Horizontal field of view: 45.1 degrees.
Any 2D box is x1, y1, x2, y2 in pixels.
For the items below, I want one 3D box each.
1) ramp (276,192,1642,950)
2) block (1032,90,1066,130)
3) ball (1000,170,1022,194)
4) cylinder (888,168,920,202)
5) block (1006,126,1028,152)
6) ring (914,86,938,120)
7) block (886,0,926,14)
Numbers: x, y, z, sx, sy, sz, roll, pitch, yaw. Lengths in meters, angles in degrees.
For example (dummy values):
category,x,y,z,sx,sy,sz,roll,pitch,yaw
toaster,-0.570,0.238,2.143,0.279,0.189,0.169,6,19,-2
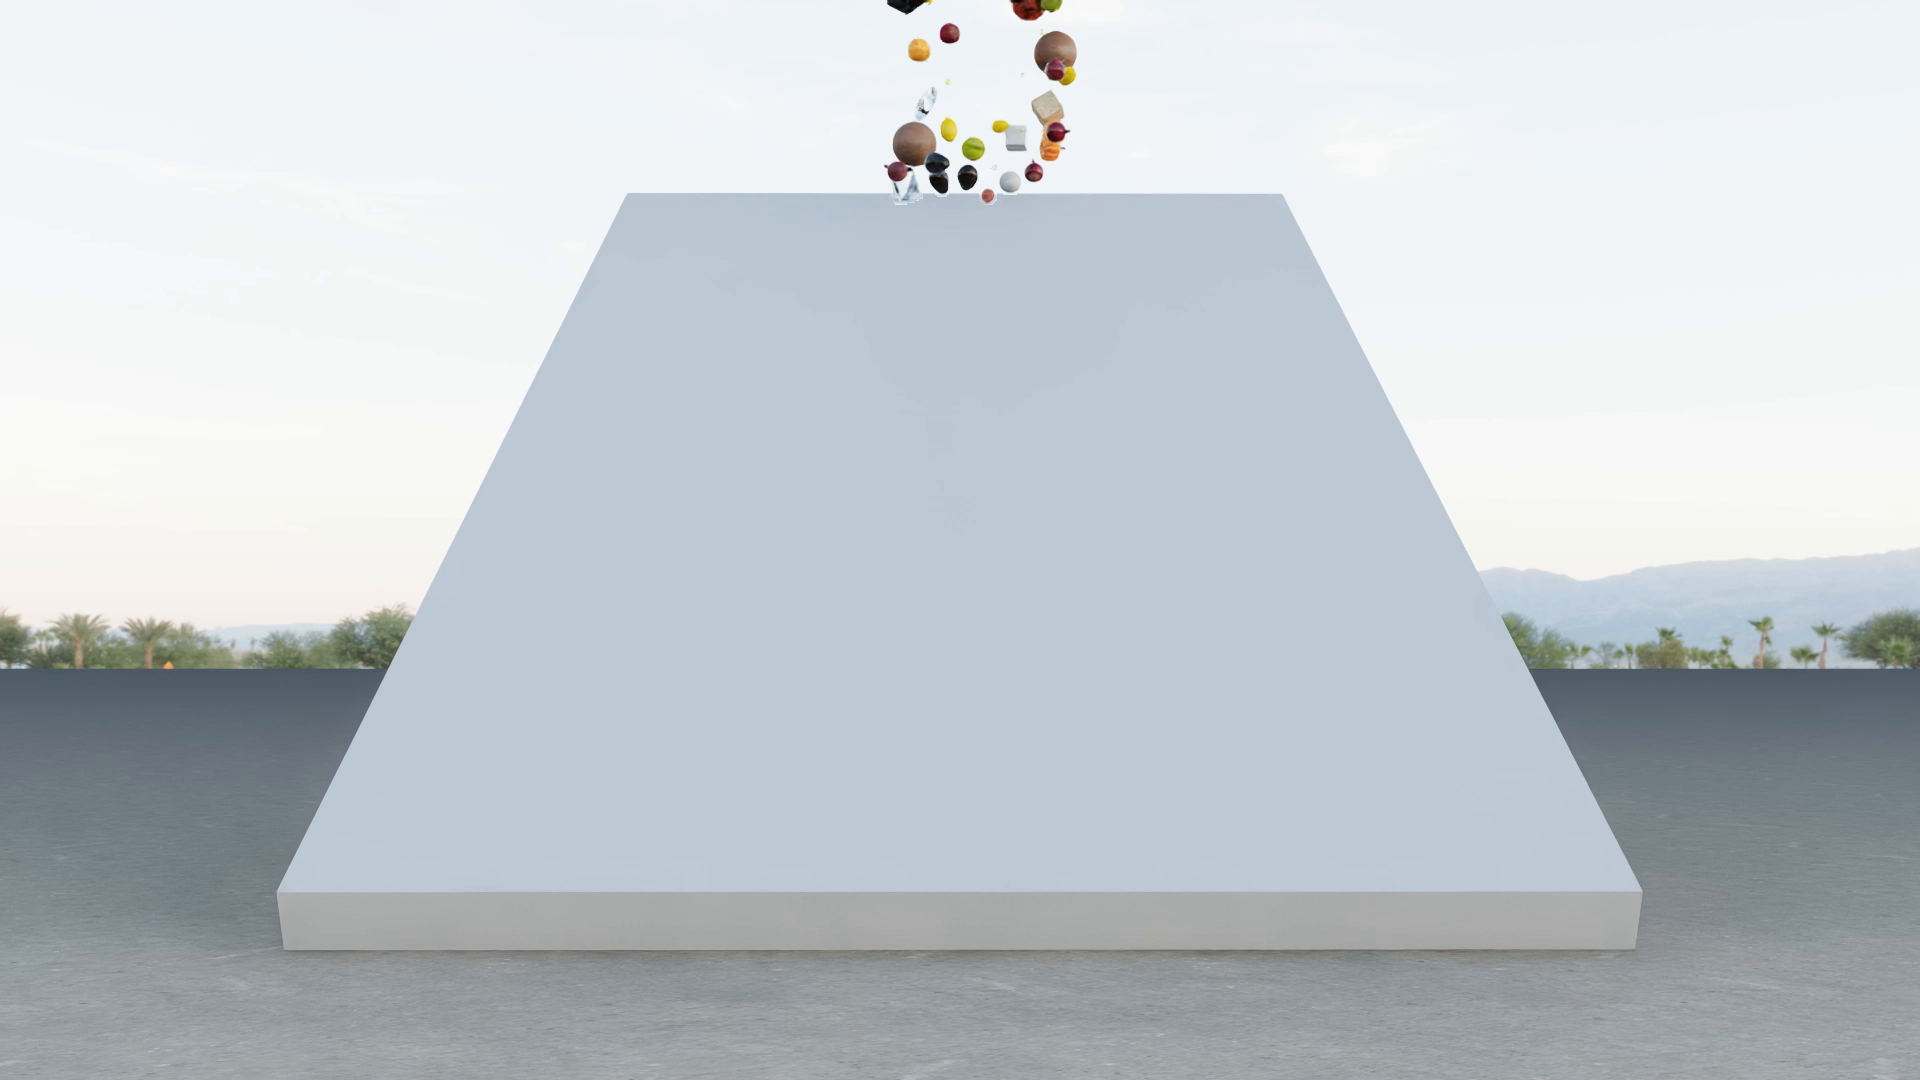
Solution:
category,x,y,z,sx,sy,sz,roll,pitch,yaw
ramp,-0.007,-0.226,5.245,2.000,0.100,4.000,0,23,0
block,0.265,-1.295,6.961,0.071,0.071,0.071,-31,-17,-1
ball,0.146,-1.043,6.743,0.065,0.065,0.065,0,-3,0
cylinder,-0.160,-1.029,6.709,0.077,0.077,0.077,-16,-7,-2
block,0.167,-1.179,6.793,0.059,0.059,0.059,2,-11,10
ring,-0.101,-1.296,6.870,0.036,0.109,0.109,28,-10,-12
block,-0.160,-1.616,6.789,0.091,0.091,0.091,33,-26,37
